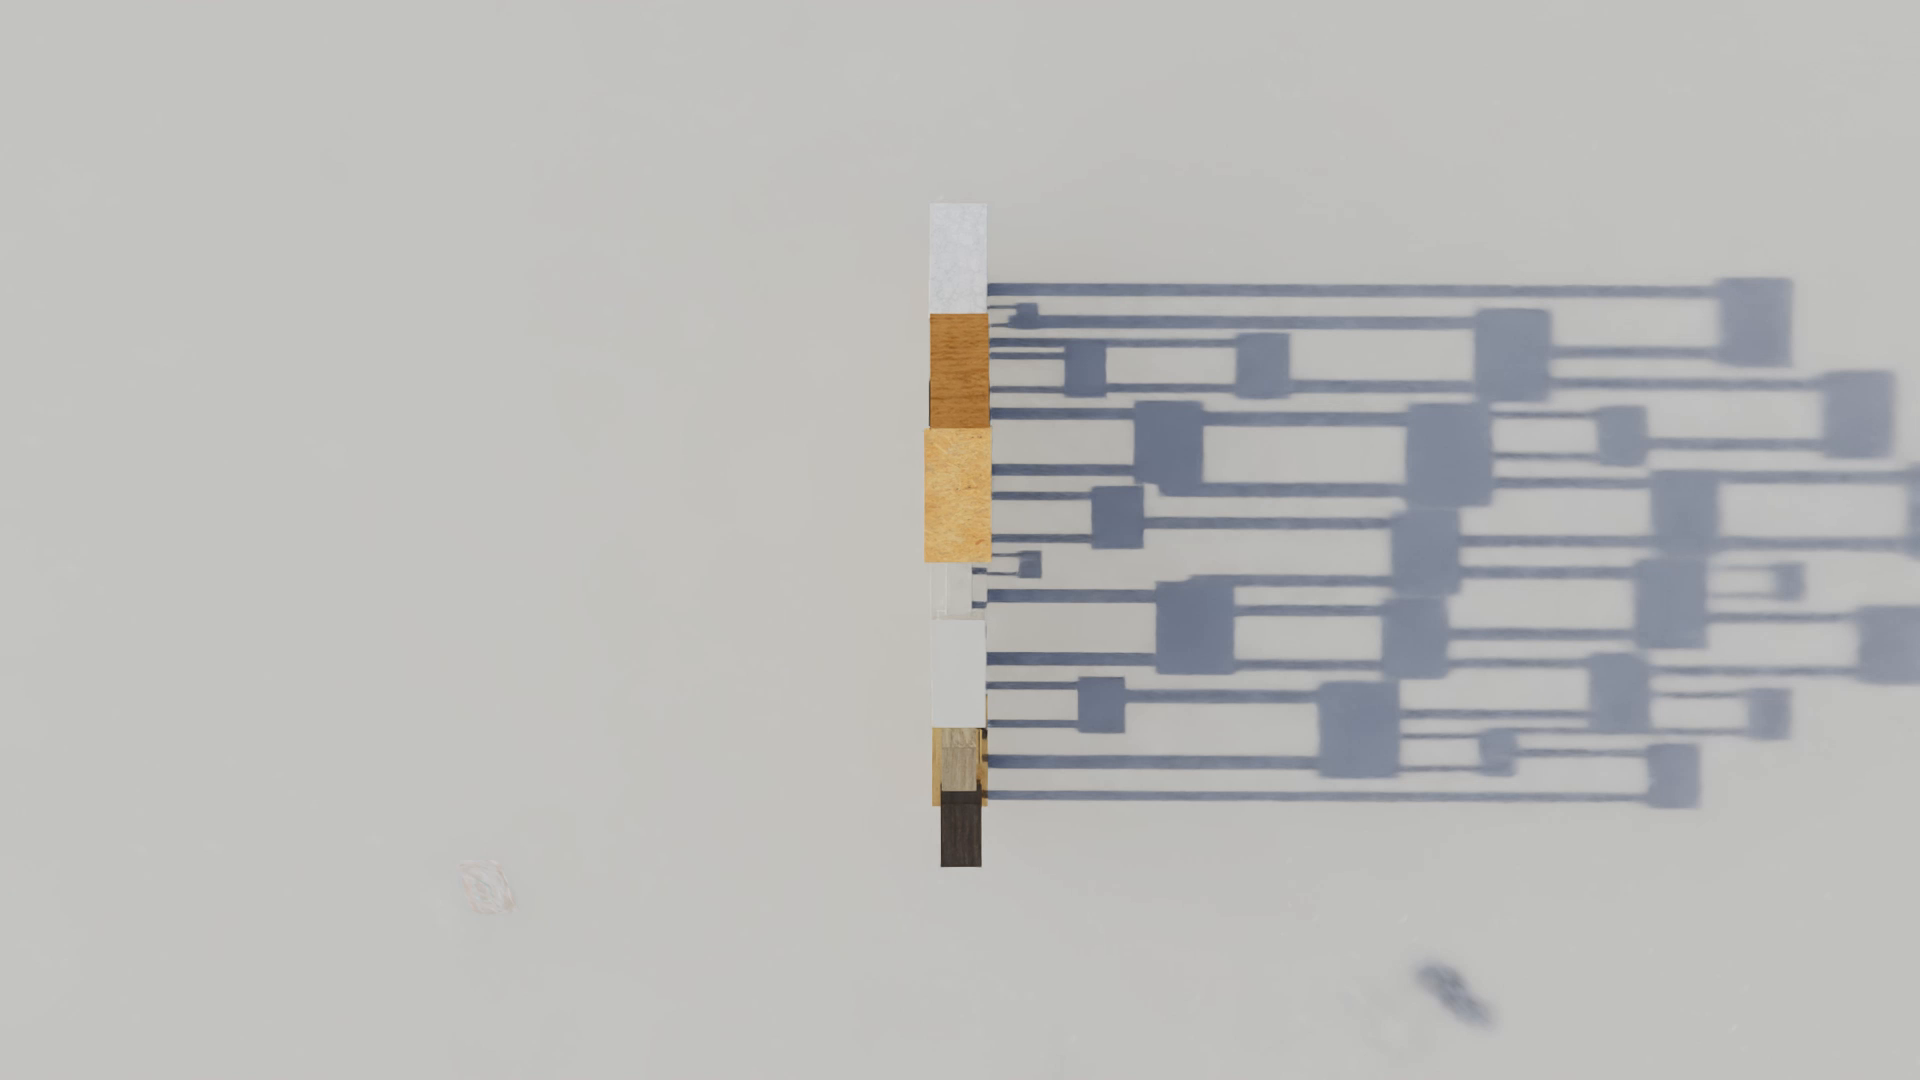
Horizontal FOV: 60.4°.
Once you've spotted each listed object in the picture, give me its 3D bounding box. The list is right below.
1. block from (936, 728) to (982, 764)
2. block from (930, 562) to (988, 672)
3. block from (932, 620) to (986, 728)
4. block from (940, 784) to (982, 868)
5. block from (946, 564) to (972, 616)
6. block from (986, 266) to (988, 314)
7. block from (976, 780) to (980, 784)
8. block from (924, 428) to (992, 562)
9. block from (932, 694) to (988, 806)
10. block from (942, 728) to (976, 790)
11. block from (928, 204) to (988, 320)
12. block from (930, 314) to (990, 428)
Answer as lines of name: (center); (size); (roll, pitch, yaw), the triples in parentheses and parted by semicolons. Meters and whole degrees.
block: (-0.003, 0.488, 4.556); (0.127, 0.036, 0.255); (0, 90, 0)
block: (-0.004, 0.204, 4.483); (0.153, 0.043, 0.307); (0, 90, 0)
block: (-0.004, 0.337, 4.172); (0.135, 0.038, 0.270); (0, 90, 0)
block: (0.003, 0.775, 4.483); (0.111, 0.031, 0.222); (0, 90, 0)
block: (-0.003, 0.129, 4.315); (0.068, 0.019, 0.137); (0, 90, 0)
block: (-0.001, -0.621, 4.710); (0.159, 0.045, 0.318); (0, 90, 0)
block: (0.003, 0.701, 4.610); (0.111, 0.222, 0.031); (0, 90, 0)
block: (-0.005, -0.110, 4.089); (0.165, 0.047, 0.330); (0, 90, 0)
block: (0.000, 0.628, 4.928); (0.165, 0.047, 0.330); (0, 90, 0)
block: (-0.003, 0.567, 4.343); (0.091, 0.026, 0.183); (0, 90, 0)
block: (-0.005, -0.735, 4.363); (0.151, 0.043, 0.302); (1, 90, 0)
block: (-0.001, -0.426, 4.217); (0.150, 0.042, 0.300); (0, 90, 0)
